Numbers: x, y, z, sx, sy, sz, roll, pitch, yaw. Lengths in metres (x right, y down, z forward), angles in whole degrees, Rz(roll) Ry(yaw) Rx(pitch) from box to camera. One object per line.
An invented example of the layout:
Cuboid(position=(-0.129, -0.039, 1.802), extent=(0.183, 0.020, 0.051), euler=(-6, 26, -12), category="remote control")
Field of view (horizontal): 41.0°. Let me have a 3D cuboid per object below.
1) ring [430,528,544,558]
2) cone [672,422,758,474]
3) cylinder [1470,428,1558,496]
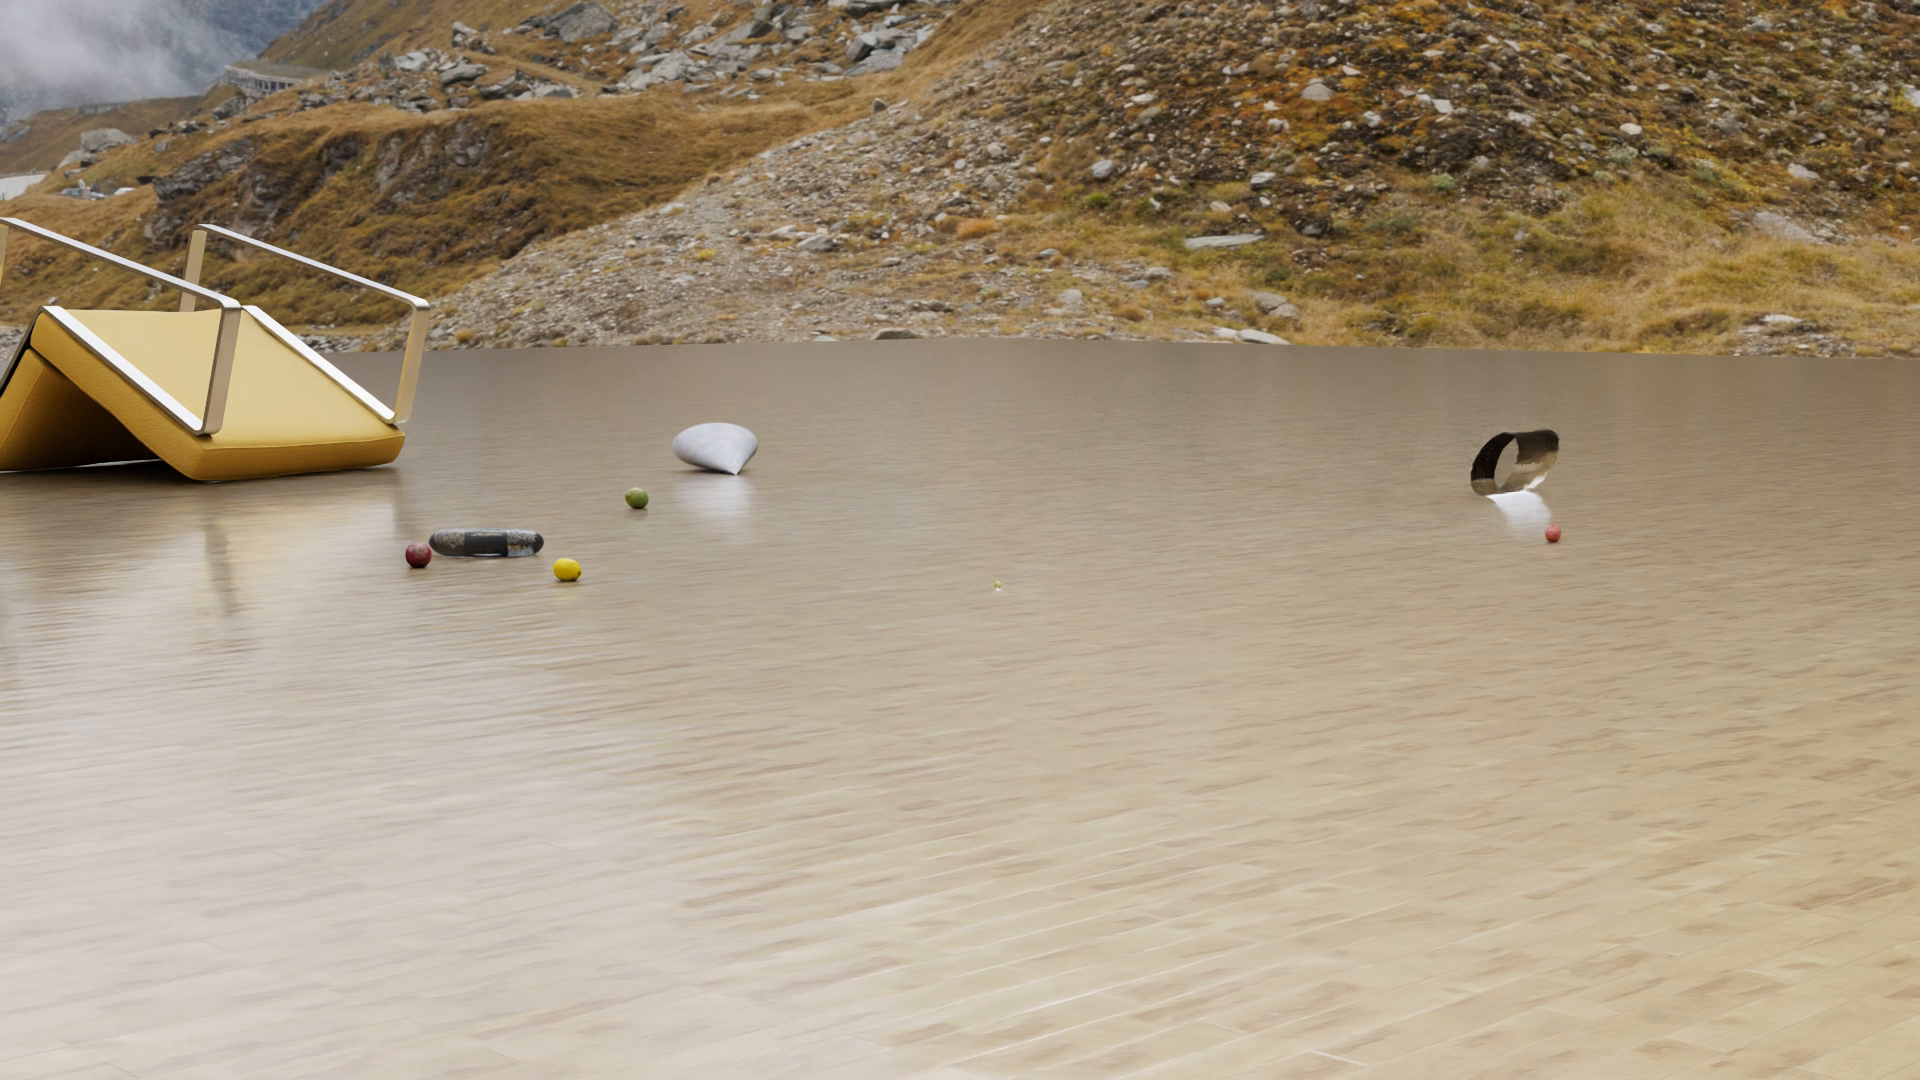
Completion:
Cuboid(position=(-1.119, 0.005, 6.062), extent=(0.270, 0.062, 0.144), euler=(0, 5, -5), category="ring")
Cuboid(position=(-0.787, -0.268, 8.628), extent=(0.303, 0.166, 0.285), euler=(0, 22, -21), category="cone")
Cuboid(position=(1.680, -0.236, 7.769), extent=(0.122, 0.214, 0.269), euler=(42, 29, 28), category="cylinder")
